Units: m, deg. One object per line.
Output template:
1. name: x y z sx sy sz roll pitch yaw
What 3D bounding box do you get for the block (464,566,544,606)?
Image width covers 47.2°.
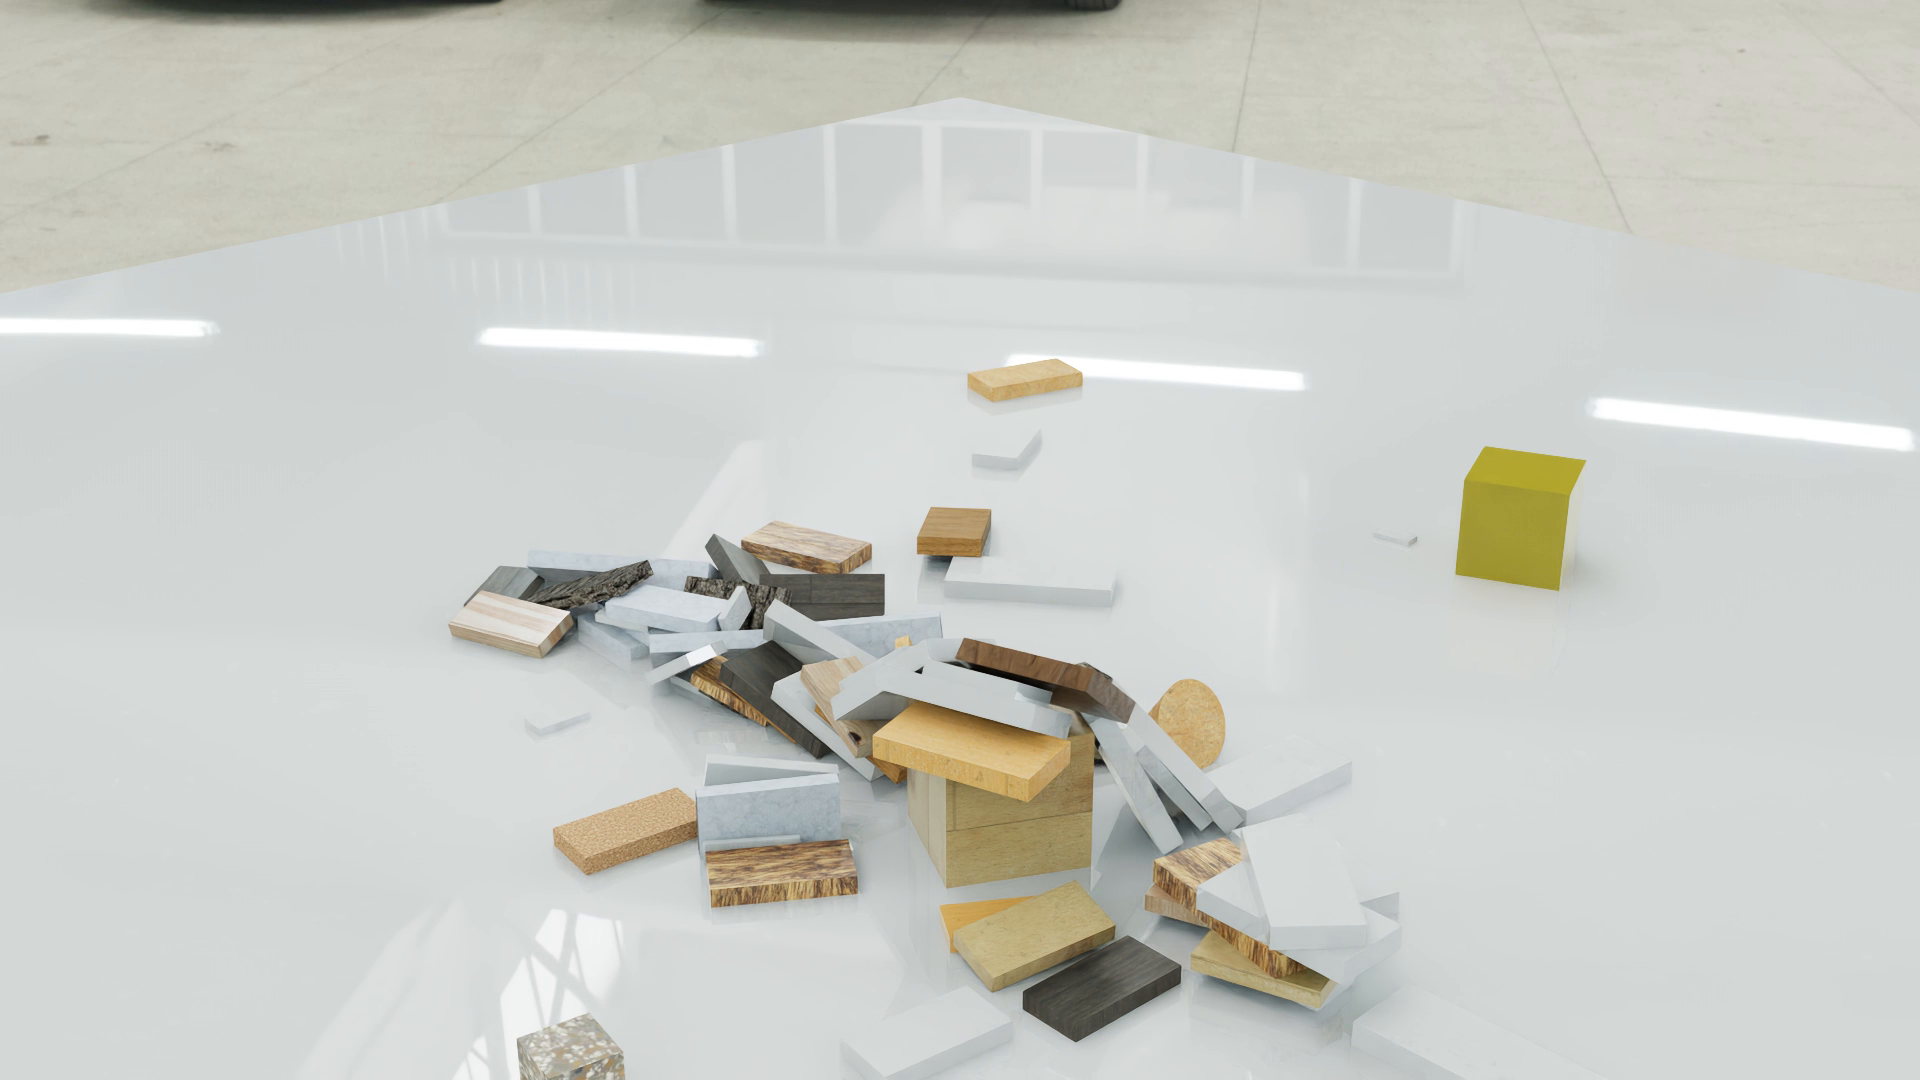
1. block: -1.120 0.129 5.415 0.117 0.033 0.235 4 23 9

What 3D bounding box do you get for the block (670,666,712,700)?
1. block: -0.582 0.321 4.978 0.142 0.020 0.071 20 30 39

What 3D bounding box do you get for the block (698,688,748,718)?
1. block: -0.504 0.345 4.889 0.142 0.020 0.071 26 33 28

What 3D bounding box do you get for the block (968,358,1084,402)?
1. block: 0.204 -0.503 6.887 0.324 0.046 0.162 -12 26 -26

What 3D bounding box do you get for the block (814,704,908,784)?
1. block: -0.170 0.400 4.617 0.130 0.037 0.260 -21 48 -42

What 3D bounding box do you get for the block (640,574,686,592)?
1. block: -0.690 0.118 5.341 0.268 0.038 0.134 5 -13 12

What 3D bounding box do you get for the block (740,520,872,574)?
1. block: -0.395 0.023 5.652 0.302 0.043 0.151 13 26 28

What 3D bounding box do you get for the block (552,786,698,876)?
1. block: -0.648 0.575 4.356 0.278 0.039 0.139 -16 28 -33

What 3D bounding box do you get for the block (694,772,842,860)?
1. block: -0.375 0.541 4.308 0.278 0.139 0.039 -5 23 -11

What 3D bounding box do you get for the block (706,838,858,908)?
1. block: -0.343 0.637 4.209 0.278 0.039 0.139 -4 23 -9

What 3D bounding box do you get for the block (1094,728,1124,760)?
1. block: 0.278 0.425 4.666 0.204 0.029 0.102 11 22 -7

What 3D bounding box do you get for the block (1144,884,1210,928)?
1. block: 0.476 0.669 4.052 0.241 0.034 0.121 12 26 26

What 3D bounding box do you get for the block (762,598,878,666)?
1. block: -0.289 0.250 4.833 0.310 0.155 0.044 30 68 6

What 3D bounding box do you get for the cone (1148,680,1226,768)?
1. cone: 0.432 0.402 4.703 0.191 0.191 0.191 -19 3 -38

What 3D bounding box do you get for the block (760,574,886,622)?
1. block: -0.326 0.157 5.210 0.297 0.149 0.042 0 -17 -1

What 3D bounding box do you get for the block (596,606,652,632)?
1. block: -0.772 0.180 5.139 0.142 0.020 0.071 10 25 22

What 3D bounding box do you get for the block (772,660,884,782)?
1. block: -0.240 0.382 4.687 0.310 0.044 0.155 37 39 28

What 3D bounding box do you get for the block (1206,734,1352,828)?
1. block: 0.641 0.496 4.535 0.318 0.045 0.159 -18 29 -36

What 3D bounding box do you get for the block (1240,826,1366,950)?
1. block: 0.598 0.607 3.860 0.163 0.046 0.326 -1 23 -2

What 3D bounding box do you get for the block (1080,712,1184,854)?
1. block: 0.320 0.442 4.297 0.047 0.335 0.167 -31 24 -3

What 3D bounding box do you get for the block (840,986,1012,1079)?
1. block: -0.056 0.844 3.723 0.263 0.037 0.131 -16 28 -33

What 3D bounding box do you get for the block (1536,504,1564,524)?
1. block: 1.586 -0.071 5.911 0.050 0.014 0.101 12 26 26

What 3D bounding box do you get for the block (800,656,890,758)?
1. block: -0.218 0.348 4.605 0.130 0.037 0.260 -8 41 -32

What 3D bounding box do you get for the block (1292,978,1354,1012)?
1. block: 0.571 0.757 3.934 0.241 0.034 0.121 19 30 38

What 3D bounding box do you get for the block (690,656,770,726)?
1. block: -0.483 0.331 4.859 0.202 0.029 0.101 28 34 17

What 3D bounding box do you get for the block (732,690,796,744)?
1. block: -0.391 0.359 4.802 0.203 0.029 0.101 36 39 27

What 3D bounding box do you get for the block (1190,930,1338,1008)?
1. block: 0.542 0.746 3.872 0.241 0.034 0.121 12 26 27

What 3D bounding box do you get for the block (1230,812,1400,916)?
1. block: 0.675 0.633 4.210 0.163 0.046 0.326 -11 25 -24

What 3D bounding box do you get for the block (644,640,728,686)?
1. block: -0.611 0.273 4.895 0.101 0.029 0.203 -22 -2 -38

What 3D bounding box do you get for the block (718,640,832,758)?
1. block: -0.360 0.342 4.773 0.310 0.044 0.155 36 38 27

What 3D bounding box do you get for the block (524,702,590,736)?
1. block: -0.881 0.392 4.814 0.127 0.018 0.063 -18 29 -37

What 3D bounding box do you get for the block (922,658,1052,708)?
1. block: 0.050 0.270 4.145 0.224 0.032 0.112 12 -5 38

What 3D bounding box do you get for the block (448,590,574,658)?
1. block: -1.062 0.199 5.200 0.265 0.037 0.132 12 42 26

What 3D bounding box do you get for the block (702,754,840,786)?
1. block: -0.379 0.500 4.362 0.260 0.130 0.037 6 22 -11
